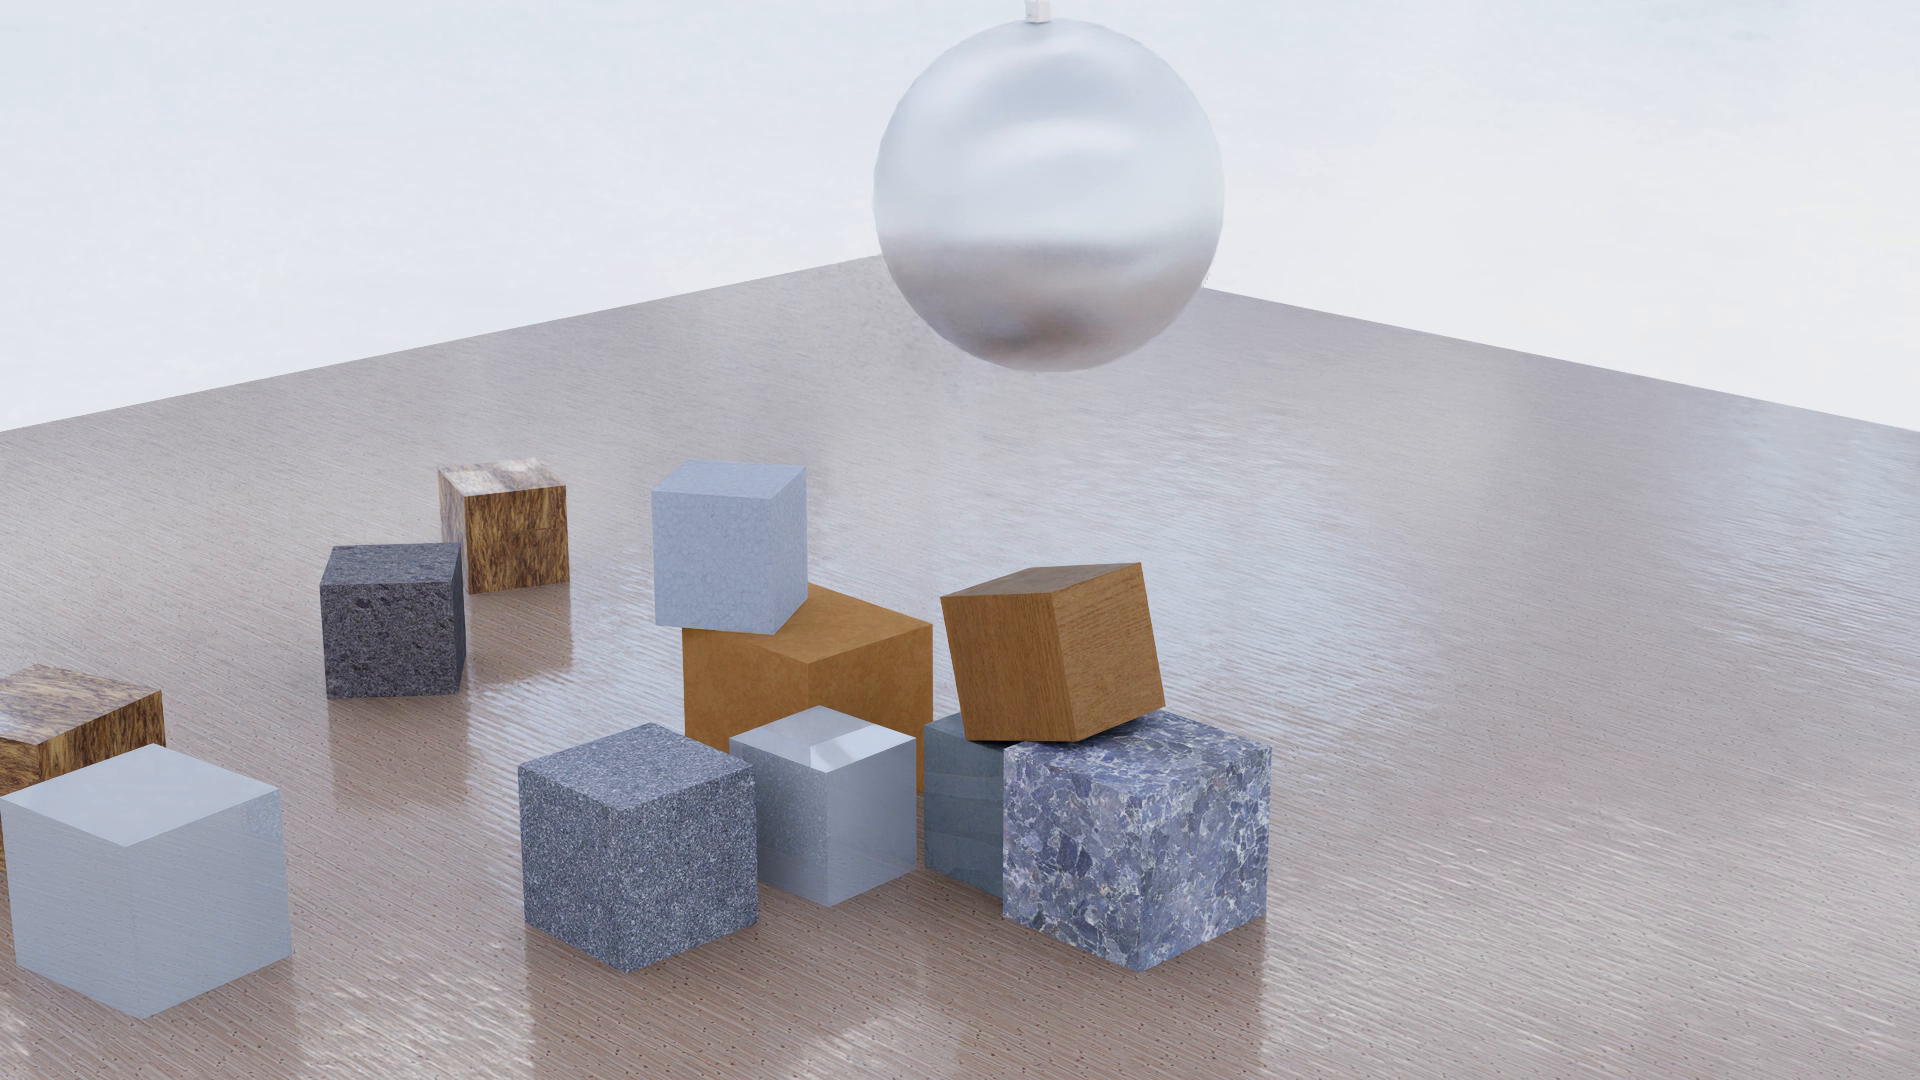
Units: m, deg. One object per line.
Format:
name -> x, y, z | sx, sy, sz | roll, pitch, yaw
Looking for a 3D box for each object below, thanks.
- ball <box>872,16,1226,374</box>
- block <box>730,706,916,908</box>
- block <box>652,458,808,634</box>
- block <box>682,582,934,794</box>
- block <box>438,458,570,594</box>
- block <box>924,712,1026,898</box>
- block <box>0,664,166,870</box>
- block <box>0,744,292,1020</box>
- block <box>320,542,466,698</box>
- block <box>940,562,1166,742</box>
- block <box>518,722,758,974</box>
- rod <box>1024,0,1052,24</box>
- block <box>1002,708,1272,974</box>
ball -> 0.401, -1.556, 13.273 | 1.600, 1.600, 1.600 | 0, 17, 0
block -> -0.625, 1.208, 13.420 | 0.625, 0.647, 0.576 | 15, 23, 40
block -> -1.114, 0.026, 14.280 | 0.597, 0.679, 0.577 | 4, 18, 13
block -> -0.744, 0.800, 14.373 | 0.809, 0.854, 0.926 | -16, 24, -42
block -> -2.746, -0.091, 17.631 | 0.613, 0.603, 0.653 | -7, 19, -22
block -> 0.295, 1.171, 13.451 | 0.664, 0.700, 0.633 | -17, 24, -42
block -> -4.310, 1.080, 13.790 | 0.787, 0.672, 0.806 | 9, 20, 27
block -> -3.462, 1.435, 12.492 | 0.855, 0.771, 0.790 | 13, 22, 36
block -> -3.067, 0.430, 15.912 | 0.690, 0.638, 0.696 | -2, 18, -5
block -> 0.415, 0.498, 13.073 | 0.677, 0.659, 0.605 | -3, 10, 45
block -> -1.407, 1.334, 12.853 | 0.739, 0.748, 0.722 | -16, 24, -42
rod -> 0.174, -4.717, 12.041 | 0.080, 5.200, 0.080 | 17, 29, 42
block -> 0.777, 1.287, 12.919 | 0.850, 0.797, 0.808 | -17, 24, -42
